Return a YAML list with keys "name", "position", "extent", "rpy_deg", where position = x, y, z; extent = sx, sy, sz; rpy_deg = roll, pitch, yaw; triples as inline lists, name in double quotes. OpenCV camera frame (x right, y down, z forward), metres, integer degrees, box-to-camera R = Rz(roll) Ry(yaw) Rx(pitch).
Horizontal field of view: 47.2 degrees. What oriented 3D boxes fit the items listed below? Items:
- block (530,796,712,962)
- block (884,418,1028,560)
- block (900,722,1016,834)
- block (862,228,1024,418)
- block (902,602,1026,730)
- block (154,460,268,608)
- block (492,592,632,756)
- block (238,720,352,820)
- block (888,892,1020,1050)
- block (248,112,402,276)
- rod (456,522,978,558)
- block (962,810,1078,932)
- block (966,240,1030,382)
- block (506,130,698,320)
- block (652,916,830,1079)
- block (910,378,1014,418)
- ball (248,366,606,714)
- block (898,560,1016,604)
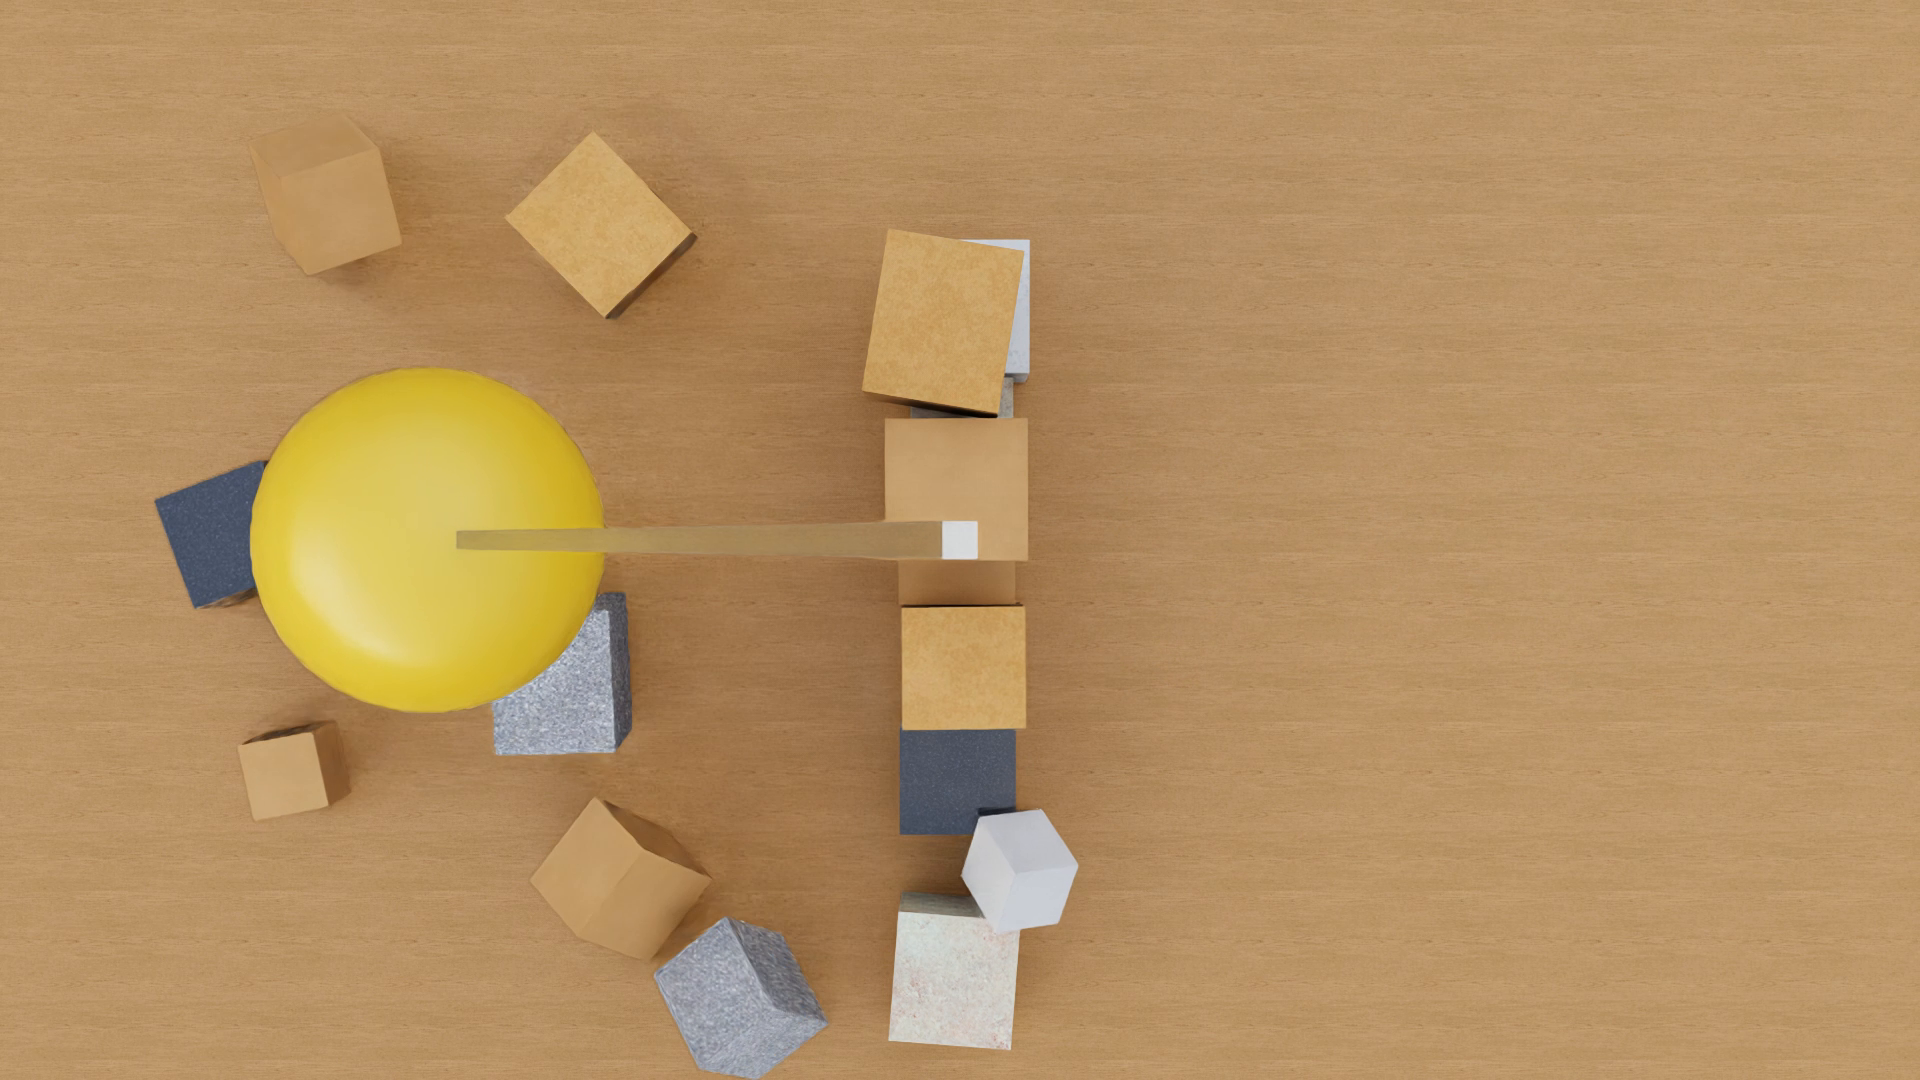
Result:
- name: "block"
  position: [-1.934, 1.943, 12.572]
  extent: [0.532, 0.648, 0.607]
  rpy_deg: [38, 91, 39]
- name: "block"
  position: [-0.018, -0.268, 12.043]
  extent: [0.758, 0.754, 0.755]
  rpy_deg: [0, 90, 0]
- name: "block"
  position: [-0.013, 1.367, 12.738]
  extent: [0.660, 0.525, 0.610]
  rpy_deg: [0, 90, 0]
- name: "block"
  position: [-0.088, -1.149, 11.882]
  extent: [0.725, 0.721, 0.862]
  rpy_deg: [9, 90, 0]
- name: "block"
  position: [0.020, 0.710, 12.586]
  extent: [0.685, 0.825, 0.676]
  rpy_deg: [-1, 90, 0]
- name: "block"
  position: [-4.129, -0.032, 12.701]
  extent: [0.646, 0.599, 0.656]
  rpy_deg: [-21, 90, 0]
- name: "block"
  position: [-2.283, 0.760, 12.620]
  extent: [0.675, 0.666, 0.804]
  rpy_deg: [-2, 97, 0]
- name: "block"
  position: [-3.855, 1.331, 12.762]
  extent: [0.443, 0.422, 0.441]
  rpy_deg: [-11, 94, 3]
- name: "block"
  position: [-0.030, 2.463, 12.641]
  extent: [0.684, 0.717, 0.722]
  rpy_deg: [4, 90, 0]
- name: "block"
  position: [-3.601, -1.970, 12.486]
  extent: [0.563, 0.590, 0.606]
  rpy_deg: [-23, 130, -23]
- name: "rod"
  position: [-1.057, 0.000, 7.025]
  extent: [0.080, 5.200, 0.080]
  rpy_deg: [0, 90, -24]
- name: "block"
  position: [0.329, 1.848, 12.296]
  extent: [0.402, 0.465, 0.444]
  rpy_deg: [-3, 126, -28]
- name: "block"
  position: [-0.008, -1.301, 12.621]
  extent: [0.790, 0.757, 0.741]
  rpy_deg: [0, 90, 0]
- name: "block"
  position: [-1.989, -1.746, 12.323]
  extent: [0.672, 0.787, 0.752]
  rpy_deg: [-44, 96, 1]
- name: "block"
  position: [-1.244, 2.610, 12.516]
  extent: [0.554, 0.625, 0.632]
  rpy_deg: [-39, 59, 10]
- name: "block"
  position: [0.010, -0.618, 12.725]
  extent: [0.582, 0.550, 0.606]
  rpy_deg: [0, 90, 0]
- name: "ball"
  position: [-2.438, 0.000, 10.131]
  extent: [1.600, 1.600, 1.600]
  rpy_deg: [0, 90, 0]
- name: "block"
  position: [-0.017, 0.030, 12.710]
  extent: [0.659, 0.580, 0.671]
  rpy_deg: [0, 90, 0]
